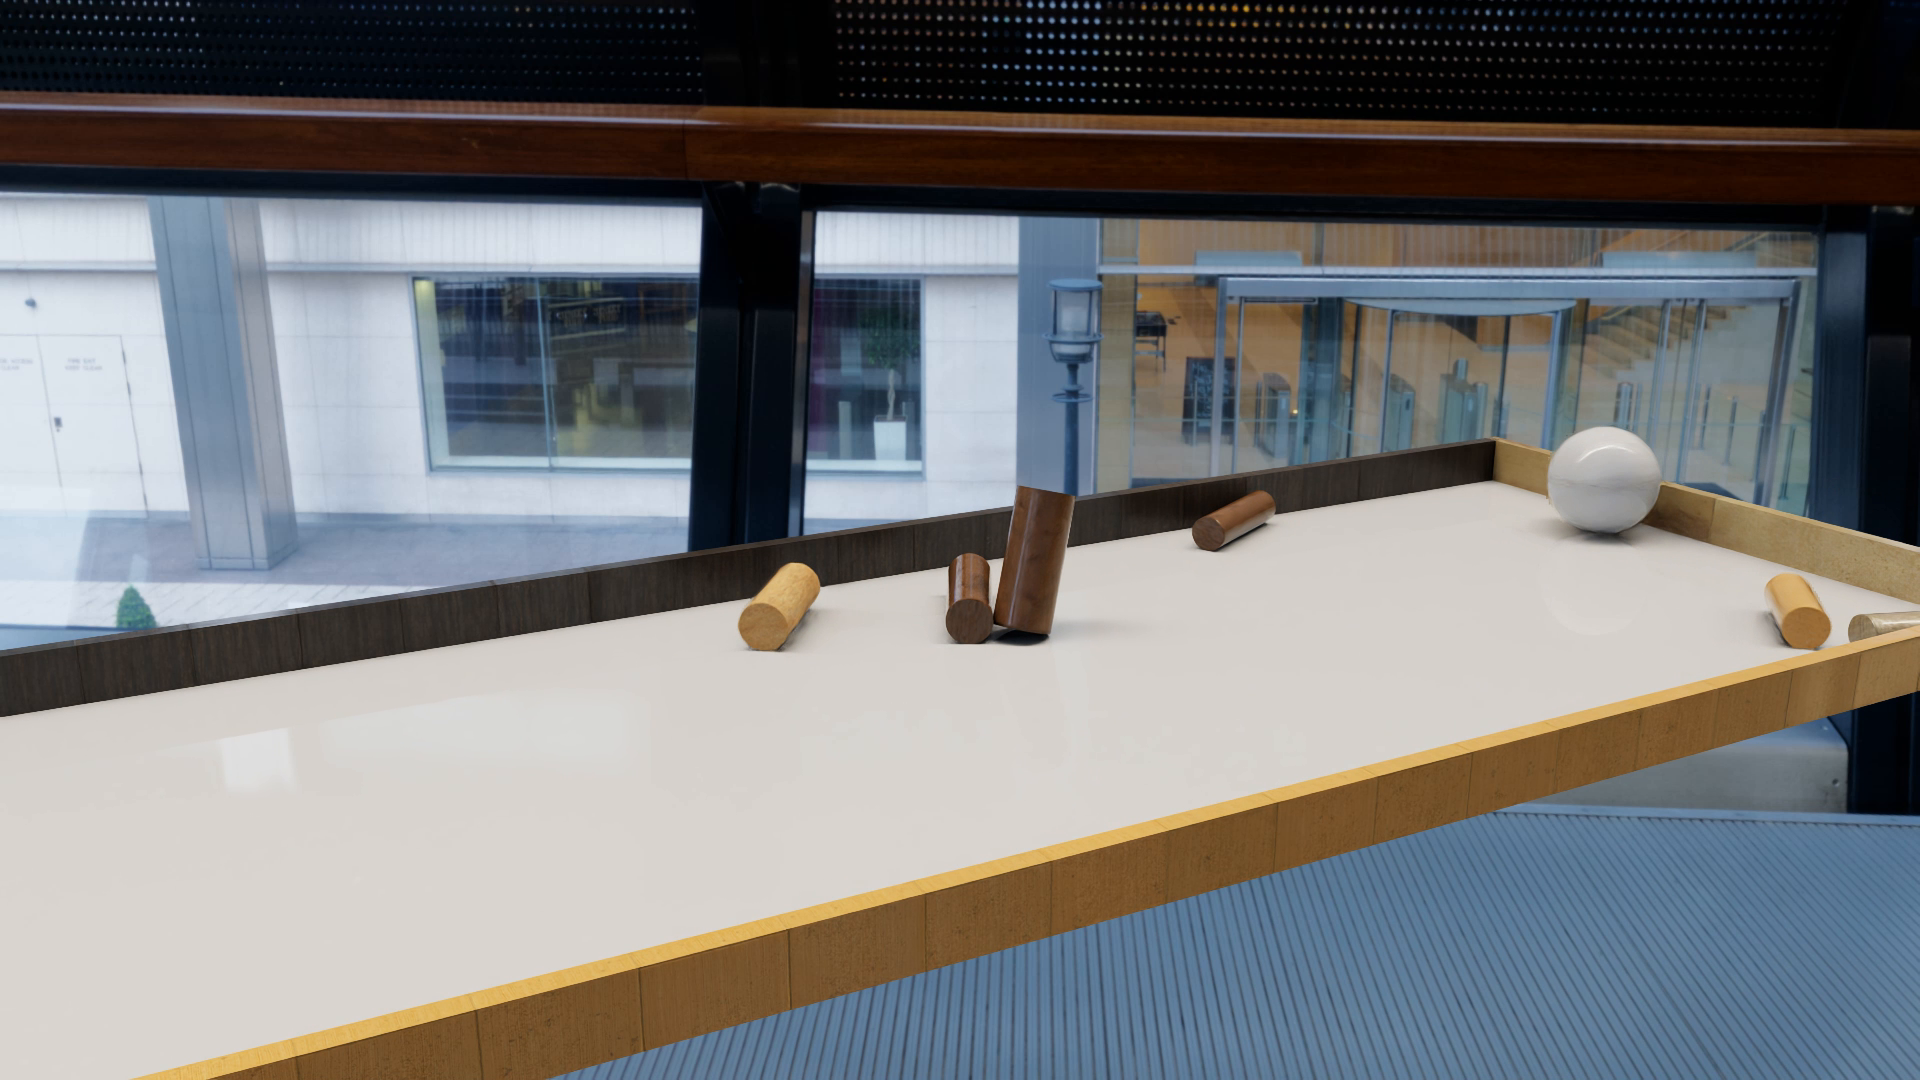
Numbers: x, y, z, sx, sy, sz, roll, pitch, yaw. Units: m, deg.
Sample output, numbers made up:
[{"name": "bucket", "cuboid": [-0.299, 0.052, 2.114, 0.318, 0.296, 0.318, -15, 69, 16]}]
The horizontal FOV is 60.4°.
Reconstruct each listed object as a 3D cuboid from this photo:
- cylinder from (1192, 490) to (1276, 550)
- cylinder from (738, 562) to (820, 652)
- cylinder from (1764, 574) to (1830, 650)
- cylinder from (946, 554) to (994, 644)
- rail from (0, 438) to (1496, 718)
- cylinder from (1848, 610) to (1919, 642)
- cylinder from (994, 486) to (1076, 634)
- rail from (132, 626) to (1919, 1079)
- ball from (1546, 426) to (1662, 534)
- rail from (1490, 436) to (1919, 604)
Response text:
[{"name": "cylinder", "cuboid": [0.897, -0.066, 5.385, 0.110, 0.110, 0.404, 11, 20, 32]}, {"name": "cylinder", "cuboid": [-0.490, 0.179, 4.508, 0.134, 0.134, 0.363, 2, 17, 8]}, {"name": "cylinder", "cuboid": [2.279, 0.191, 4.495, 0.118, 0.118, 0.309, 5, 17, 16]}, {"name": "cylinder", "cuboid": [0.026, 0.159, 4.588, 0.128, 0.128, 0.418, 0, 16, 0]}, {"name": "rail", "cuboid": [-3.305, 0.497, 3.399, 12.000, 0.150, 0.050, -9, 18, -27]}, {"name": "cylinder", "cuboid": [2.556, 0.239, 4.351, 0.391, 0.107, 0.107, -3, 17, -9]}, {"name": "cylinder", "cuboid": [0.200, 0.053, 4.450, 0.162, 0.378, 0.162, 10, 2, 0]}, {"name": "rail", "cuboid": [-2.336, 1.006, 1.665, 12.000, 0.150, 0.050, -9, 18, -27]}, {"name": "ball", "cuboid": [2.105, -0.196, 5.398, 0.351, 0.351, 0.351, 0, 16, 0]}, {"name": "rail", "cuboid": [2.466, -0.048, 5.253, 0.050, 0.150, 2.100, -9, 18, -27]}]
